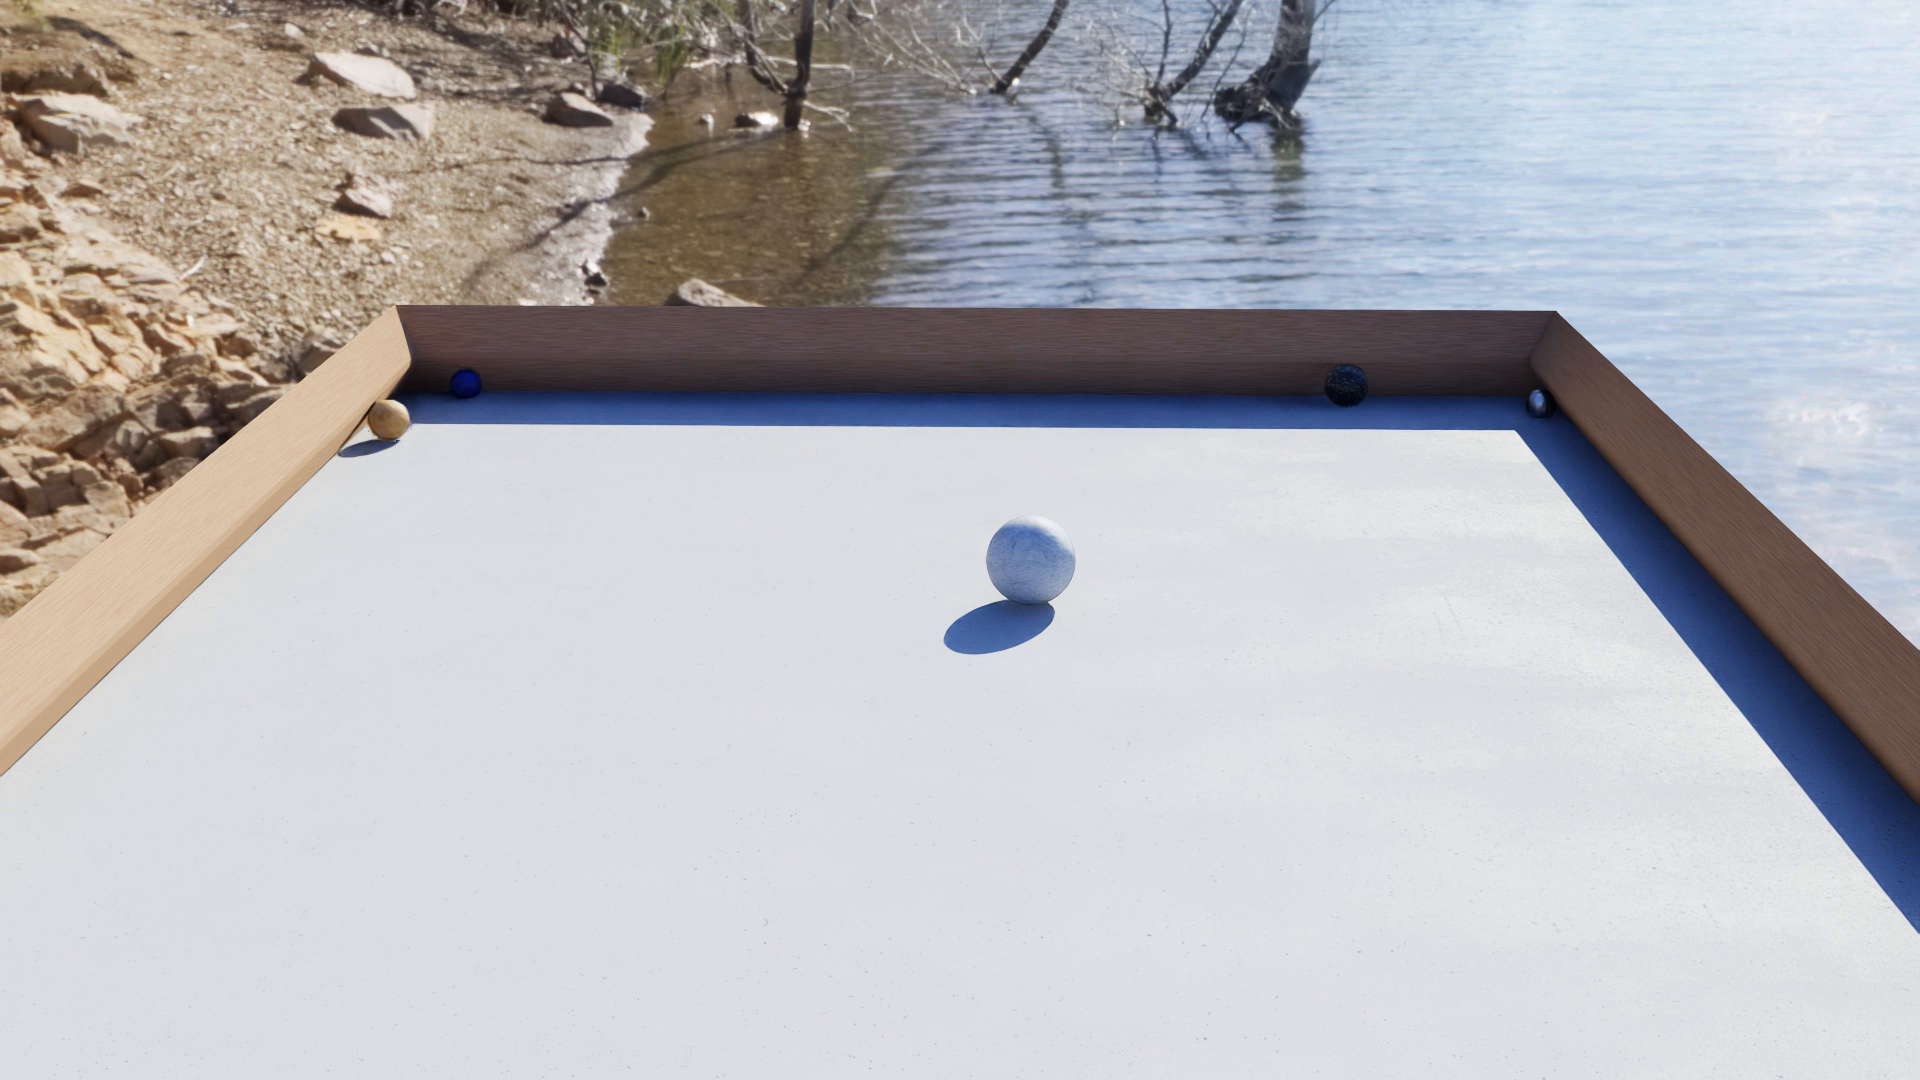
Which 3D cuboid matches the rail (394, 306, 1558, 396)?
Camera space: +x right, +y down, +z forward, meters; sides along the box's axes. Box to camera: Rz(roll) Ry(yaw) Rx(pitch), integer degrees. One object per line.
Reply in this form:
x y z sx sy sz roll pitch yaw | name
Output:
0.017 -0.278 3.283 1.738 0.130 0.045 0 19 1 | rail

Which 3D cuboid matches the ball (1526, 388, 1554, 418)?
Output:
0.841 -0.198 3.189 0.042 0.042 0.042 0 19 0 | ball

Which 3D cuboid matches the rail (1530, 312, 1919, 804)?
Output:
0.828 0.224 1.786 0.045 0.130 3.168 0 19 1 | rail

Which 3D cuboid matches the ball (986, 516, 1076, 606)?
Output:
0.079 0.023 2.438 0.100 0.100 0.100 0 19 0 | ball

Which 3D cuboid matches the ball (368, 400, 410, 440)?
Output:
-0.799 -0.168 3.074 0.058 0.058 0.058 0 19 0 | ball

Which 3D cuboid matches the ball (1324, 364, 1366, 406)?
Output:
0.568 -0.228 3.247 0.061 0.061 0.061 0 19 0 | ball

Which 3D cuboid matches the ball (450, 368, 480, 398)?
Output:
-0.742 -0.234 3.294 0.043 0.043 0.043 0 19 0 | ball

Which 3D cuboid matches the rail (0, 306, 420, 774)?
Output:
-0.863 0.212 1.822 0.045 0.130 3.168 0 19 1 | rail
